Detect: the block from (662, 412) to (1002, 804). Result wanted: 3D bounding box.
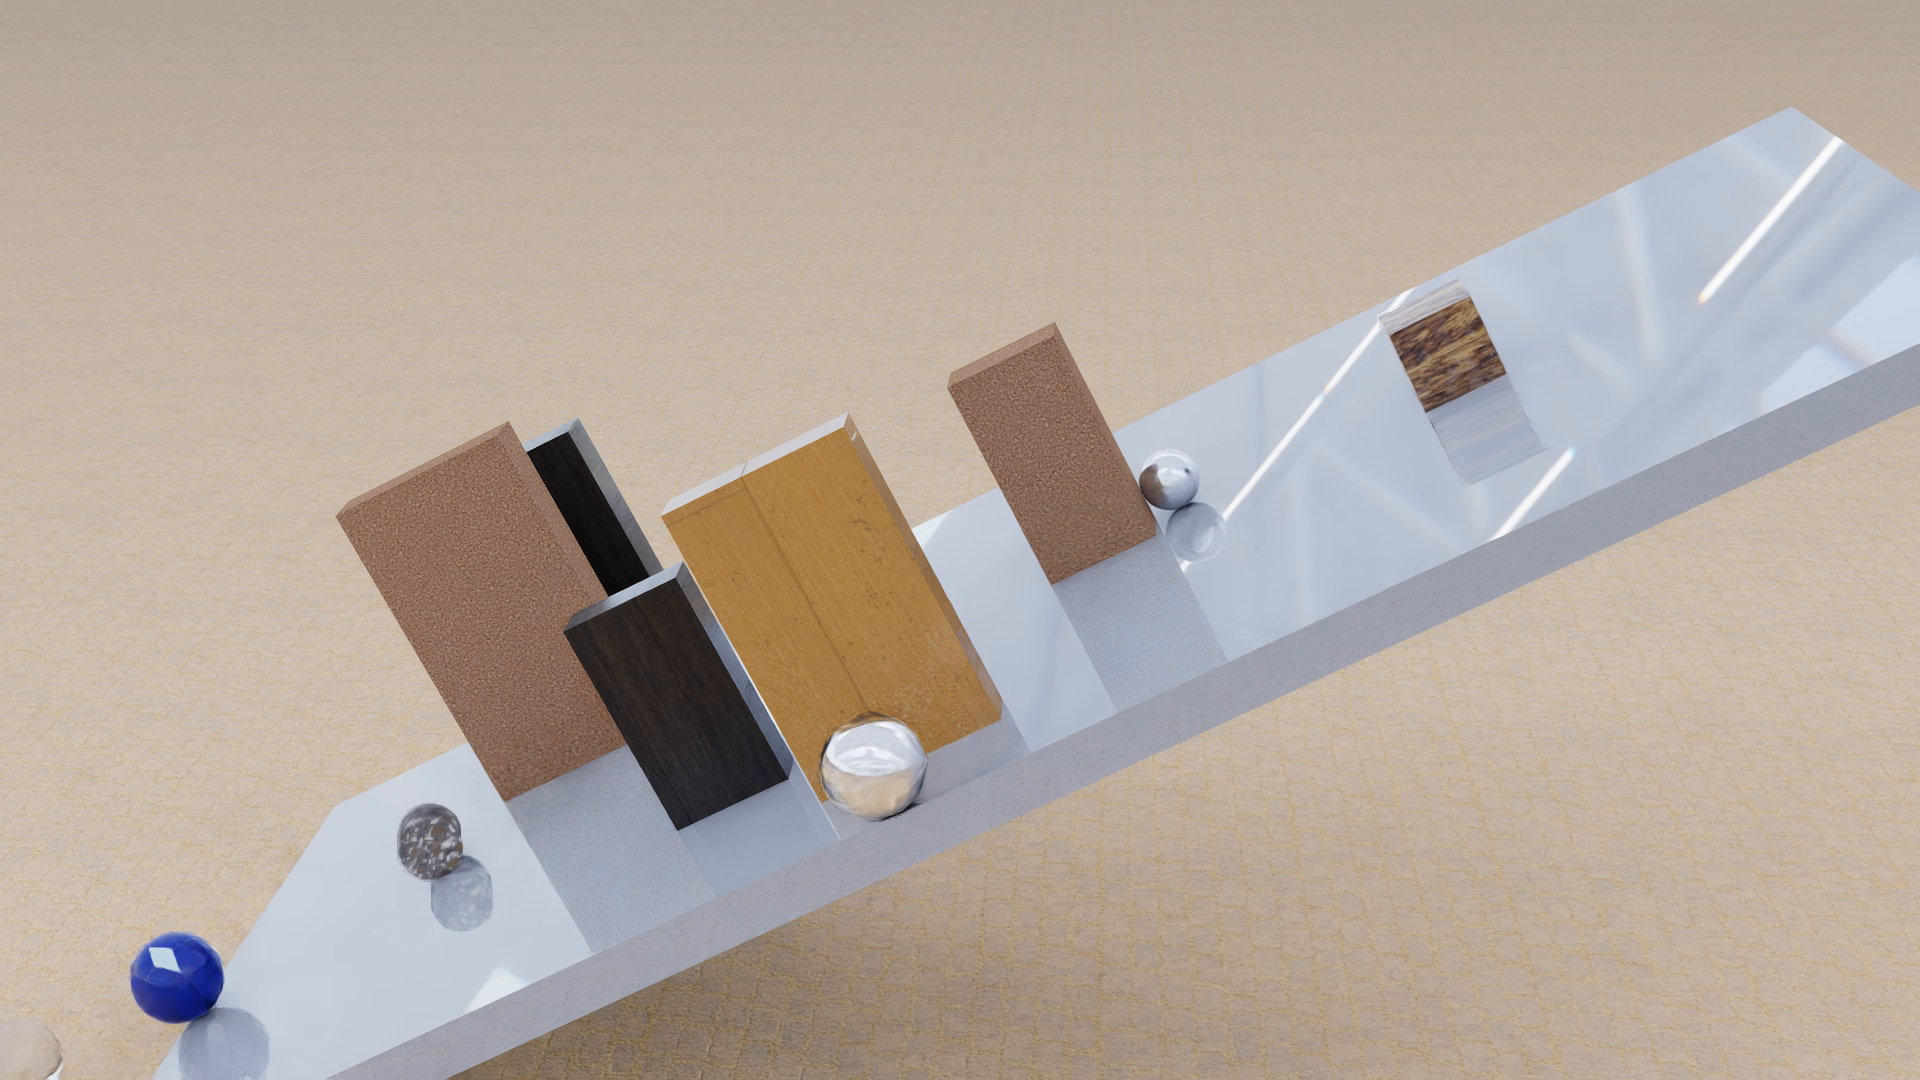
[{"bbox_3d":[-0.238,0.132,5.572,0.386,0.639,0.109,-26,14,10],"label":"block"}]

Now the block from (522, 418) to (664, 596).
[{"bbox_3d":[-0.926,0.084,7.050,0.364,0.654,0.135,-26,14,10],"label":"block"}]

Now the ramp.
[{"bbox_3d":[0.139,0.168,6.281,4.000,0.100,2.000,-26,14,10],"label":"ramp"}]

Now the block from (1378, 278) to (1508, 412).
[{"bbox_3d":[0.999,-0.404,6.097,0.182,0.182,0.182,-26,14,8],"label":"block"}]

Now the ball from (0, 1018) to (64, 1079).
[{"bbox_3d":[-1.984,1.100,6.202,0.178,0.178,0.178,0,17,0],"label":"ball"}]

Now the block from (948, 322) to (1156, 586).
[{"bbox_3d":[0.196,-0.182,6.211,0.247,0.481,0.134,-26,14,10],"label":"block"}]

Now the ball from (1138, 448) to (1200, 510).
[{"bbox_3d":[0.447,-0.129,6.275,0.131,0.131,0.131,0,17,0],"label":"ball"}]

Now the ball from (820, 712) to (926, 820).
[{"bbox_3d":[-0.158,0.410,5.349,0.195,0.195,0.195,0,17,0],"label":"ball"}]

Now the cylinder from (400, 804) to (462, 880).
[{"bbox_3d":[-1.170,0.666,6.499,0.137,0.137,0.137,-3,10,-10],"label":"cylinder"}]

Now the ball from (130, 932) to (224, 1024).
[{"bbox_3d":[-1.693,0.946,6.361,0.199,0.199,0.199,0,17,0],"label":"ball"}]

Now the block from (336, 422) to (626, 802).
[{"bbox_3d":[-1.036,0.168,6.714,0.423,0.768,0.126,-26,14,10],"label":"block"}]

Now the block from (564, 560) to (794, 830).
[{"bbox_3d":[-0.561,0.314,5.893,0.255,0.471,0.109,-26,14,10],"label":"block"}]
